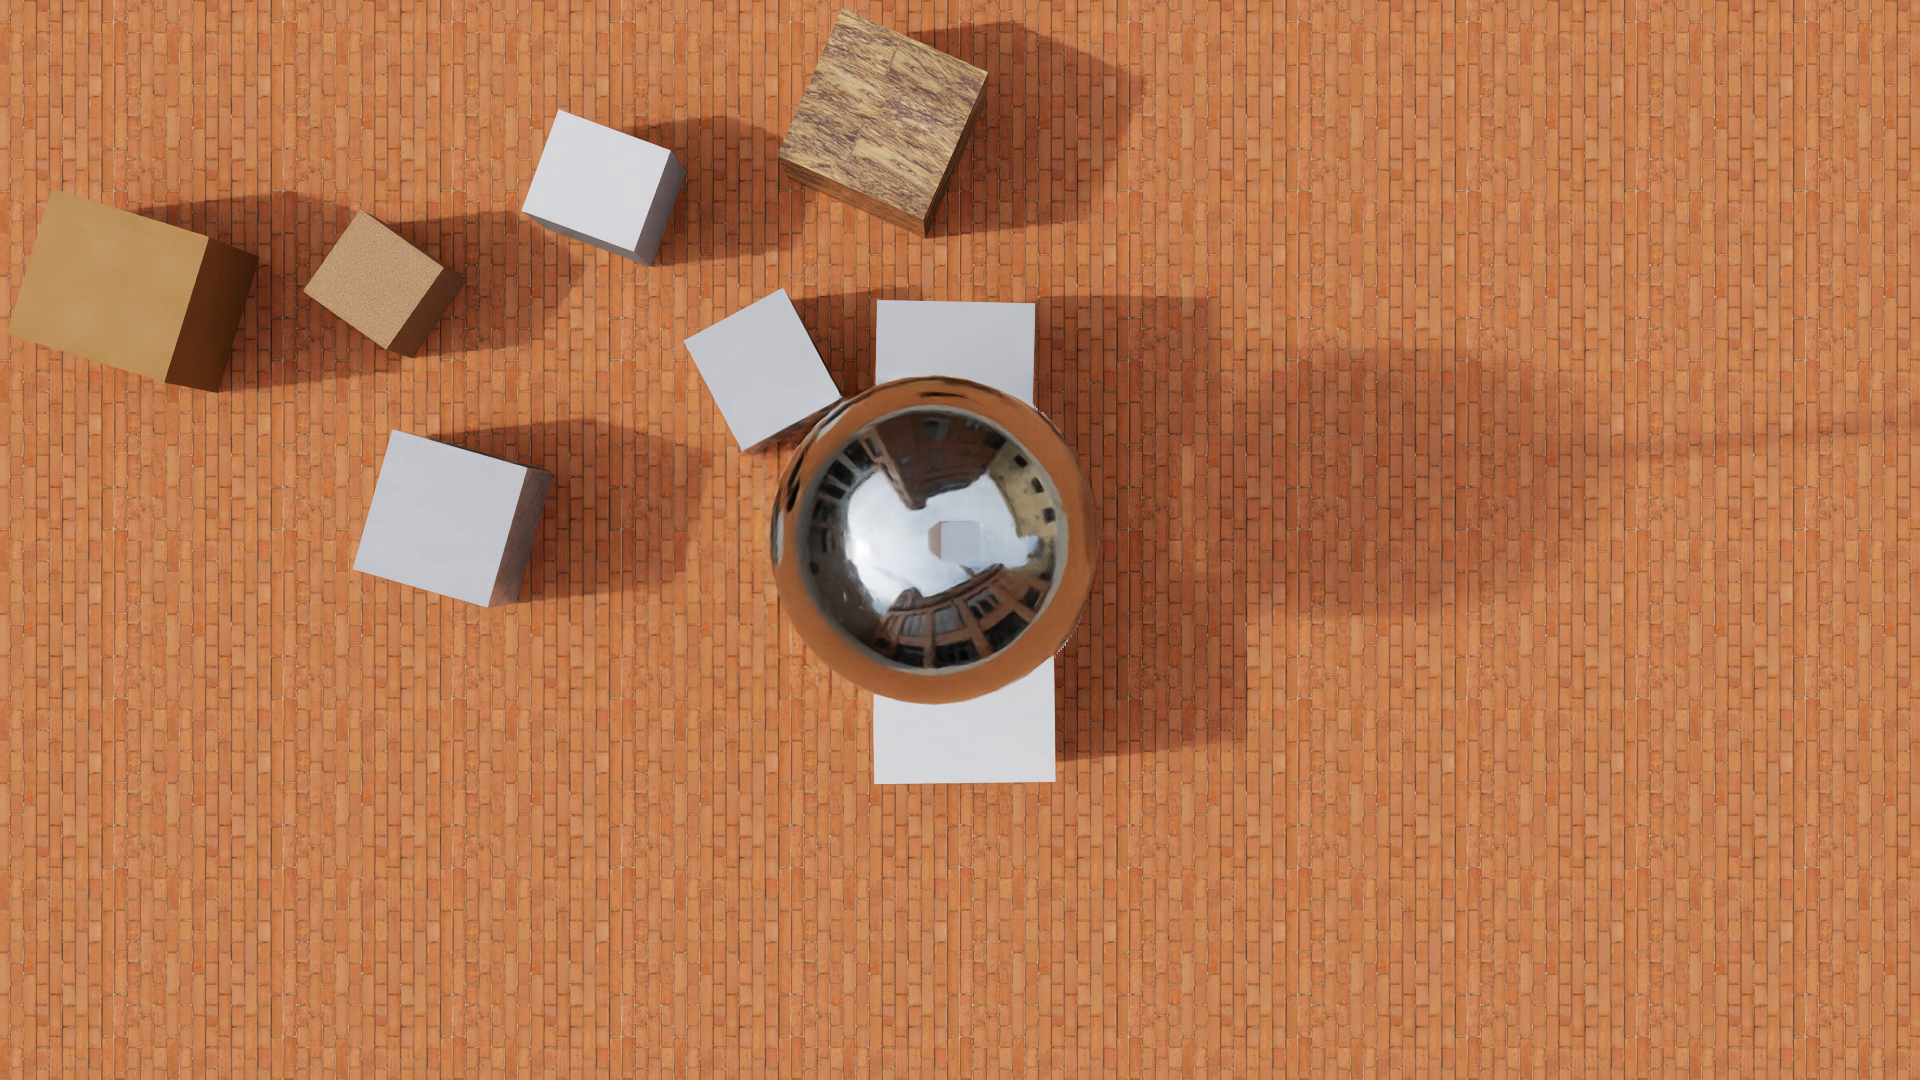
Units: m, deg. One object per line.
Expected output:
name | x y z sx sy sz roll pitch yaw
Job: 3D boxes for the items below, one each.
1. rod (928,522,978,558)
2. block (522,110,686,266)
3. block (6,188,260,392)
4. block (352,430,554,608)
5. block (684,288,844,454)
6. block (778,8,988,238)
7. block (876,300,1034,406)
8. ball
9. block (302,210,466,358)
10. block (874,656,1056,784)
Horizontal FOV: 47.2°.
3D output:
rod | -0.054 0.000 7.241 0.080 5.200 0.080 0 90 -1
block | -2.035 -2.011 12.652 0.667 0.697 0.603 20 90 0
block | -4.699 -1.405 12.564 0.909 0.872 0.841 17 90 0
block | -2.888 -0.120 12.607 0.779 0.785 0.807 16 90 0
block | -1.112 -0.961 12.695 0.635 0.610 0.704 -28 90 0
block | -0.429 -2.368 12.607 0.887 0.786 0.895 24 90 0
block | -0.030 -0.895 12.540 0.867 0.920 0.828 1 90 0
ball | -0.124 0.000 10.640 1.600 1.600 1.600 0 90 0
block | -3.311 -1.471 12.705 0.574 0.590 0.566 35 90 0
block | 0.020 0.832 12.514 0.991 0.972 0.992 -1 90 0
